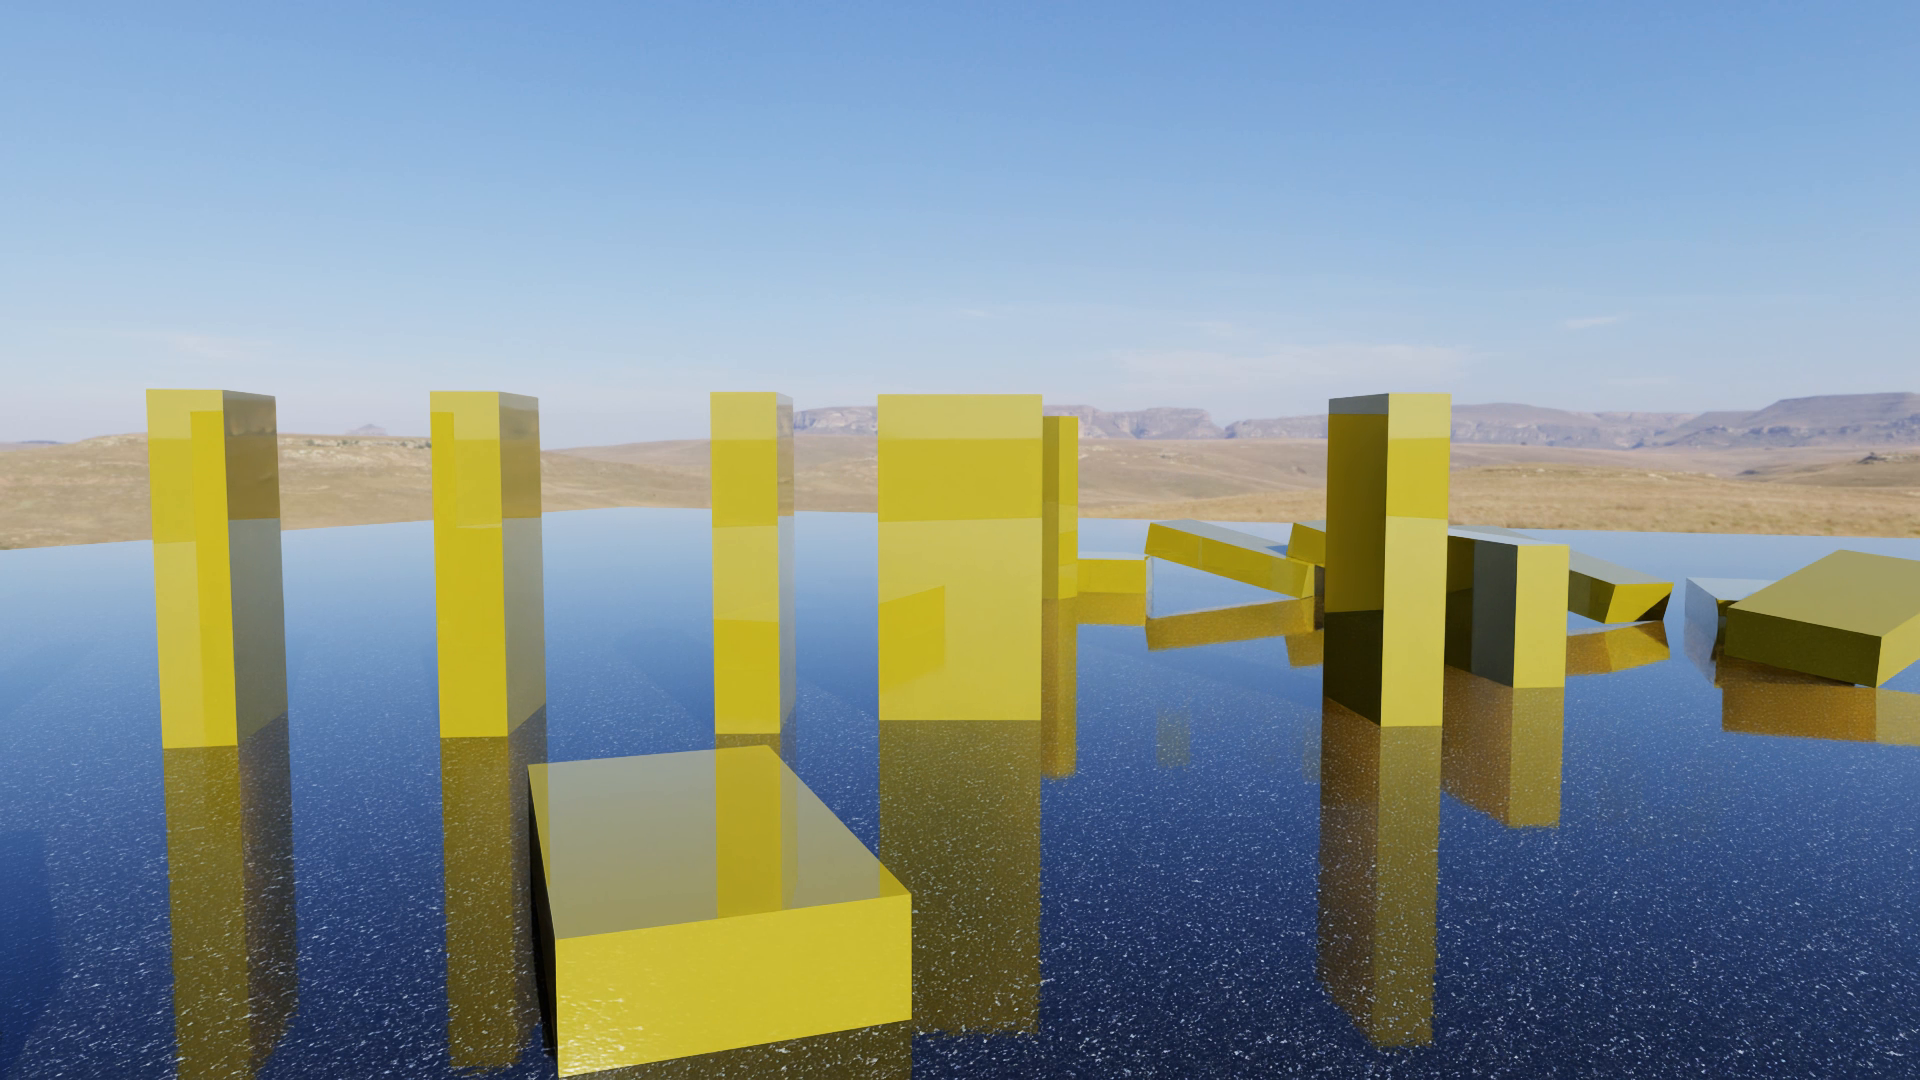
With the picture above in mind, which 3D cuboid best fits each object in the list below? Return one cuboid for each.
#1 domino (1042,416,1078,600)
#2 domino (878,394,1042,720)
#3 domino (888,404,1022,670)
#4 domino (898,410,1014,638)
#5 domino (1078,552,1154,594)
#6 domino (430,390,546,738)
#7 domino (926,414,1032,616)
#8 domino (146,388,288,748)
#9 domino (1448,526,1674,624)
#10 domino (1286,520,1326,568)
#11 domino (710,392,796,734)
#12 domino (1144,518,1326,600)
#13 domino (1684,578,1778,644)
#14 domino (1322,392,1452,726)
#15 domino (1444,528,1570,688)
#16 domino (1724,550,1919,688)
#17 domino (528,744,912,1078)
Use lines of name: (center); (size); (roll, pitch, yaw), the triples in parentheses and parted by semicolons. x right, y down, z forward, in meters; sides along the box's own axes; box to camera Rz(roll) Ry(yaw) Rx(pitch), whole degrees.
domino: (0.020, -0.009, 0.360); (0.025, 0.050, 0.009); (3, 5, 38)
domino: (0.000, 0.002, 0.201); (0.025, 0.050, 0.010); (0, 4, 0)
domino: (-0.001, -0.001, 0.245); (0.025, 0.050, 0.009); (0, 4, -1)
domino: (-0.001, -0.004, 0.286); (0.025, 0.050, 0.010); (0, 4, 3)
domino: (0.032, 0.009, 0.383); (0.050, 0.010, 0.025); (1, 4, 14)
domino: (-0.072, 0.003, 0.197); (0.010, 0.050, 0.025); (0, 4, -5)
domino: (0.005, -0.007, 0.324); (0.025, 0.050, 0.009); (1, 4, 13)
domino: (-0.110, 0.003, 0.191); (0.009, 0.050, 0.025); (-1, 4, -13)
domino: (0.147, 0.008, 0.322); (0.025, 0.010, 0.050); (0, 17, -33)
domino: (0.118, 0.006, 0.351); (0.025, 0.010, 0.050); (-4, 19, -45)
domino: (-0.032, 0.003, 0.199); (0.010, 0.050, 0.025); (0, 4, -2)
domino: (0.082, 0.005, 0.375); (0.050, 0.009, 0.025); (17, 14, 35)
domino: (0.182, 0.016, 0.291); (0.025, 0.009, 0.050); (2, 5, 22)
domino: (0.067, 0.002, 0.204); (0.010, 0.050, 0.025); (0, 4, -4)
domino: (0.099, 0.011, 0.248); (0.009, 0.025, 0.050); (0, 4, -6)
domino: (0.172, 0.014, 0.246); (0.050, 0.010, 0.025); (-15, 18, -34)
domino: (-0.024, 0.029, 0.114); (0.025, 0.010, 0.050); (-2, 5, -21)
